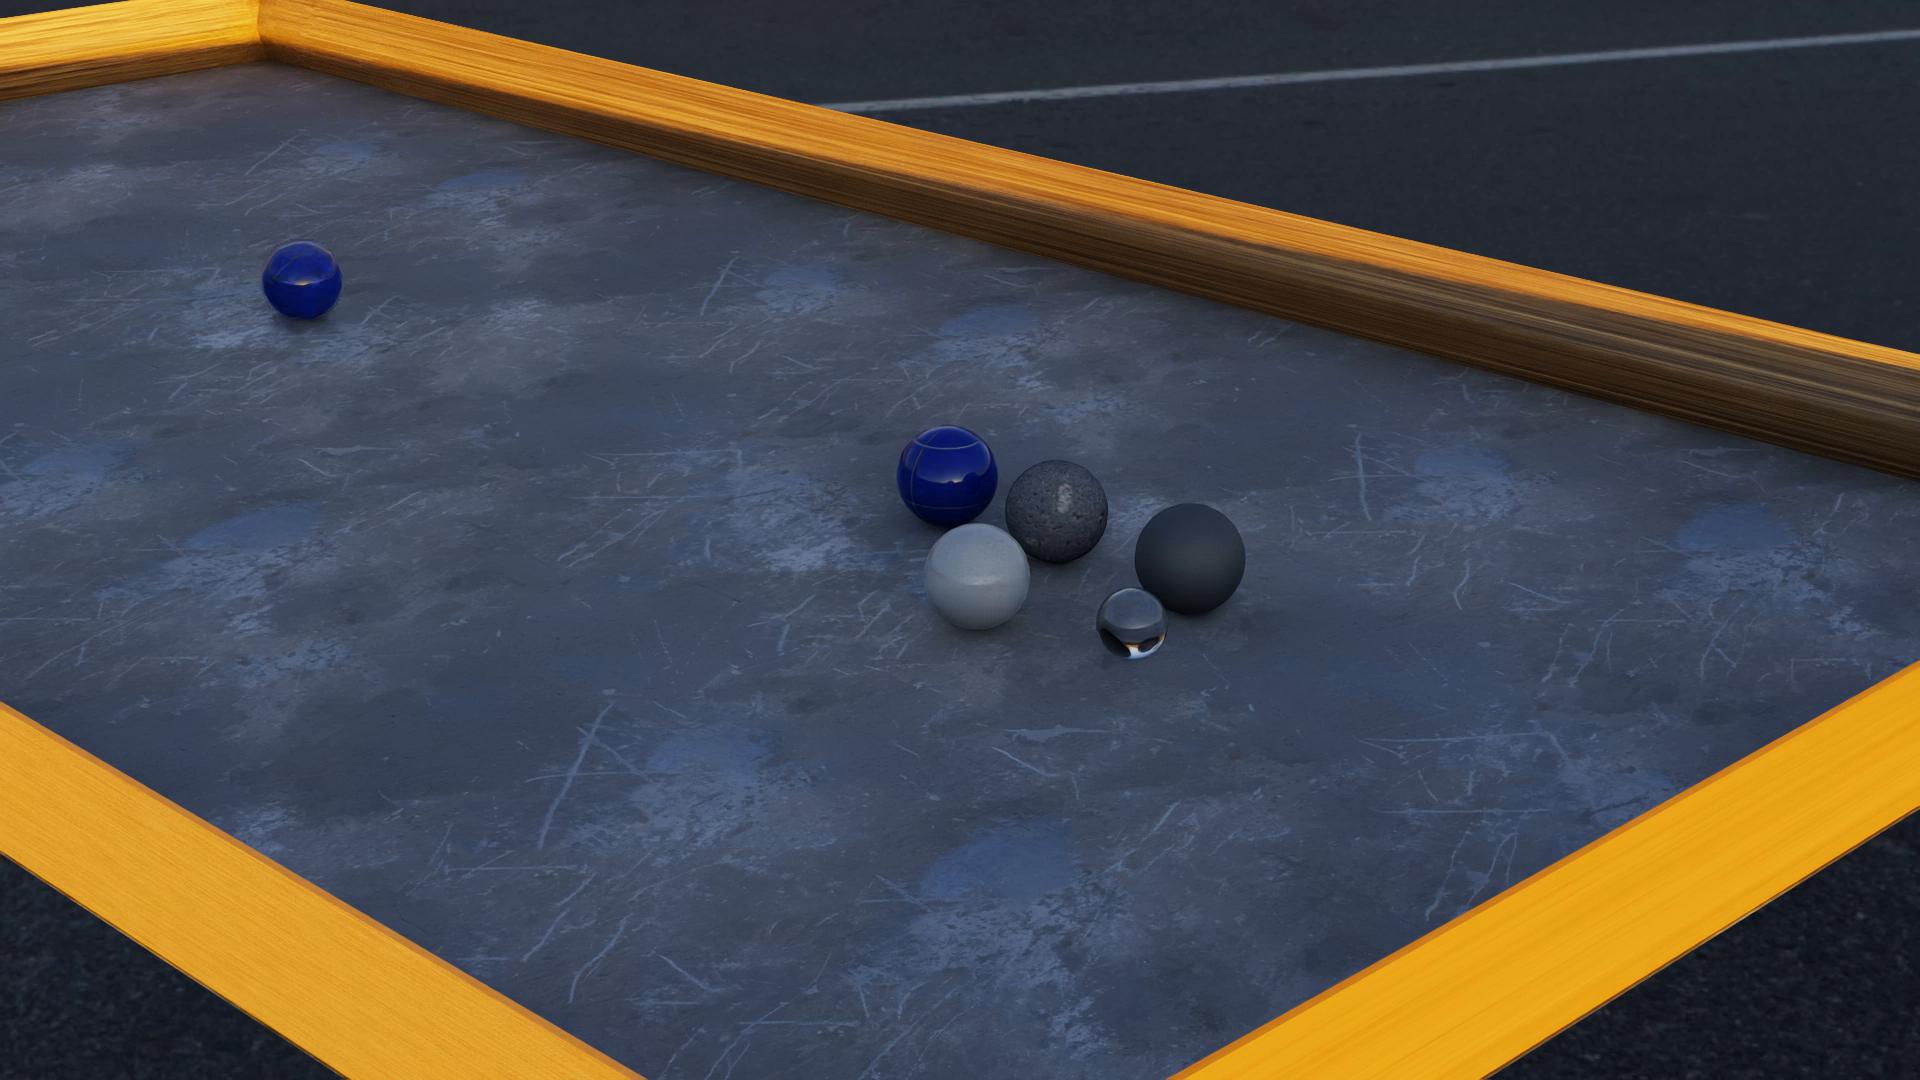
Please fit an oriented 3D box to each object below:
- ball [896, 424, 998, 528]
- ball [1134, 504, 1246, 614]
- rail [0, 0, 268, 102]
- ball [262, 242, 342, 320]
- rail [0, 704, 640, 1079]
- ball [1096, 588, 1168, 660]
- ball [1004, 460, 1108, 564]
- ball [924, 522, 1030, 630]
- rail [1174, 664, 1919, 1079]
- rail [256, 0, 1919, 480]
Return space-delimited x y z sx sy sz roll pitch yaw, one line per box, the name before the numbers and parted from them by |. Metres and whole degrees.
ball | -0.012 -0.061 2.819 0.098 0.098 0.098 0 21 0
ball | 0.204 0.017 2.611 0.099 0.099 0.099 0 21 0
rail | -1.775 -0.646 4.331 1.770 0.128 0.045 -19 28 -41
ball | -0.779 -0.307 3.482 0.093 0.093 0.093 0 21 0
rail | -1.208 -0.017 2.654 0.045 0.128 3.388 -19 28 -41
ball | 0.147 0.072 2.516 0.062 0.062 0.062 0 21 0
ball | 0.090 -0.026 2.728 0.096 0.096 0.096 0 21 0
ball | 0.015 0.032 2.576 0.094 0.094 0.094 0 21 0
rail | 0.581 0.186 2.114 1.770 0.128 0.045 -19 28 -41
rail | 0.013 -0.443 3.791 0.045 0.128 3.388 -19 28 -41
